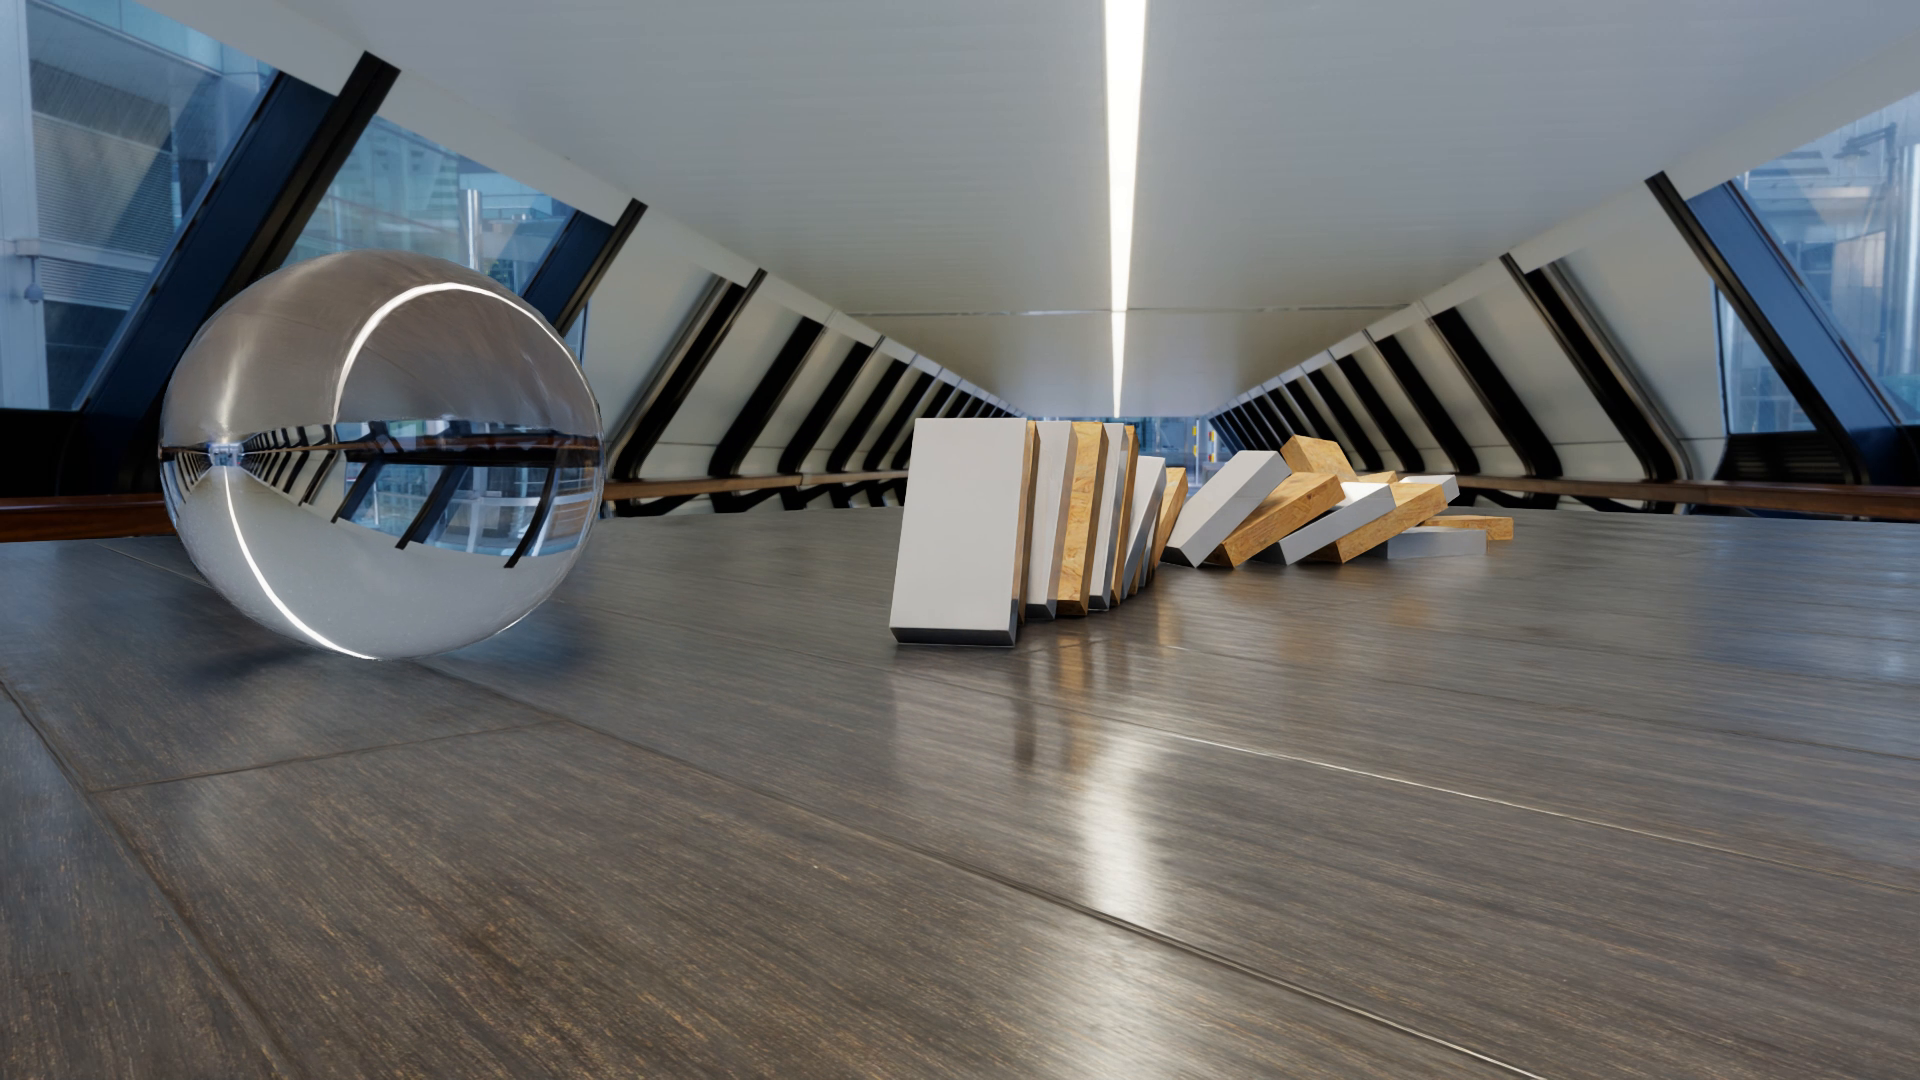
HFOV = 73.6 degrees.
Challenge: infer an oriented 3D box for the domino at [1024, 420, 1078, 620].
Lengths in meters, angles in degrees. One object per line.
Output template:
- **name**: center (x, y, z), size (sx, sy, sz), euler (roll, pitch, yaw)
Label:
- **domino**: center (0.014, -0.006, 0.320), size (0.025, 0.050, 0.010), euler (1, -25, 18)

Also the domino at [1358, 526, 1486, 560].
- **domino**: center (0.174, 0.001, 0.494), size (0.050, 0.010, 0.025), euler (-2, 5, -26)

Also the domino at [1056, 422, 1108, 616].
- **domino**: center (0.022, -0.006, 0.329), size (0.025, 0.050, 0.009), euler (1, -25, 19)

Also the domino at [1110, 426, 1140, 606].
- **domino**: center (0.033, -0.007, 0.349), size (0.025, 0.050, 0.010), euler (1, -27, 19)

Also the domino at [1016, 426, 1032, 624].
- **domino**: center (0.002, -0.004, 0.299), size (0.025, 0.050, 0.010), euler (1, -25, 11)

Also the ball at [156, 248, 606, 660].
- **ball**: center (-0.111, -0.016, 0.252), size (0.080, 0.080, 0.080), euler (0, 4, 0)

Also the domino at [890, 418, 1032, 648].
- **domino**: center (0.001, -0.002, 0.277), size (0.025, 0.050, 0.009), euler (1, -25, 11)

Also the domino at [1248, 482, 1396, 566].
- **domino**: center (0.130, -0.006, 0.465), size (0.050, 0.009, 0.025), euler (-26, 12, -17)

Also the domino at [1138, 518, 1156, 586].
- **domino**: center (0.047, -0.005, 0.401), size (0.025, 0.010, 0.050), euler (1, 36, 14)

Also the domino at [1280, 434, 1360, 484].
- **domino**: center (0.151, -0.020, 0.519), size (0.025, 0.050, 0.010), euler (6, -41, -31)

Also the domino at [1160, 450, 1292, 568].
- **domino**: center (0.091, -0.011, 0.454), size (0.050, 0.010, 0.025), euler (-43, 16, -11)

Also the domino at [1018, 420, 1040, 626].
- **domino**: center (0.004, -0.005, 0.310), size (0.025, 0.050, 0.010), euler (1, -25, 12)

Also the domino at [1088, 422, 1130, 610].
- **domino**: center (0.029, -0.007, 0.338), size (0.025, 0.050, 0.009), euler (1, -26, 19)

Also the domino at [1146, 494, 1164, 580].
- **domino**: center (0.052, -0.006, 0.419), size (0.025, 0.009, 0.050), euler (1, 35, 14)

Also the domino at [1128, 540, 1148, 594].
- **domino**: center (0.043, -0.003, 0.383), size (0.025, 0.010, 0.050), euler (1, 36, 16)

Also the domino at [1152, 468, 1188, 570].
- **domino**: center (0.063, -0.009, 0.456), size (0.025, 0.009, 0.050), euler (2, 36, 25)

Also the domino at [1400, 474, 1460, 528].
- **domino**: center (0.194, -0.014, 0.565), size (0.050, 0.009, 0.025), euler (-29, 16, -31)

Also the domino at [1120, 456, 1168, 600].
- **domino**: center (0.041, -0.005, 0.367), size (0.025, 0.009, 0.050), euler (7, 45, 21)

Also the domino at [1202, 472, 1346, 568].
- **domino**: center (0.109, -0.008, 0.458), size (0.050, 0.009, 0.025), euler (-30, 13, -13)

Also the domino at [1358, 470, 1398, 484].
- **domino**: center (0.173, -0.015, 0.560), size (0.025, 0.009, 0.050), euler (-10, 17, 36)

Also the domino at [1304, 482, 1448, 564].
- **domino**: center (0.152, -0.007, 0.476), size (0.050, 0.009, 0.025), euler (-25, 12, -17)

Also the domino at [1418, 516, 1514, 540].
- **domino**: center (0.219, -0.005, 0.573), size (0.050, 0.010, 0.025), euler (-2, 5, -26)
